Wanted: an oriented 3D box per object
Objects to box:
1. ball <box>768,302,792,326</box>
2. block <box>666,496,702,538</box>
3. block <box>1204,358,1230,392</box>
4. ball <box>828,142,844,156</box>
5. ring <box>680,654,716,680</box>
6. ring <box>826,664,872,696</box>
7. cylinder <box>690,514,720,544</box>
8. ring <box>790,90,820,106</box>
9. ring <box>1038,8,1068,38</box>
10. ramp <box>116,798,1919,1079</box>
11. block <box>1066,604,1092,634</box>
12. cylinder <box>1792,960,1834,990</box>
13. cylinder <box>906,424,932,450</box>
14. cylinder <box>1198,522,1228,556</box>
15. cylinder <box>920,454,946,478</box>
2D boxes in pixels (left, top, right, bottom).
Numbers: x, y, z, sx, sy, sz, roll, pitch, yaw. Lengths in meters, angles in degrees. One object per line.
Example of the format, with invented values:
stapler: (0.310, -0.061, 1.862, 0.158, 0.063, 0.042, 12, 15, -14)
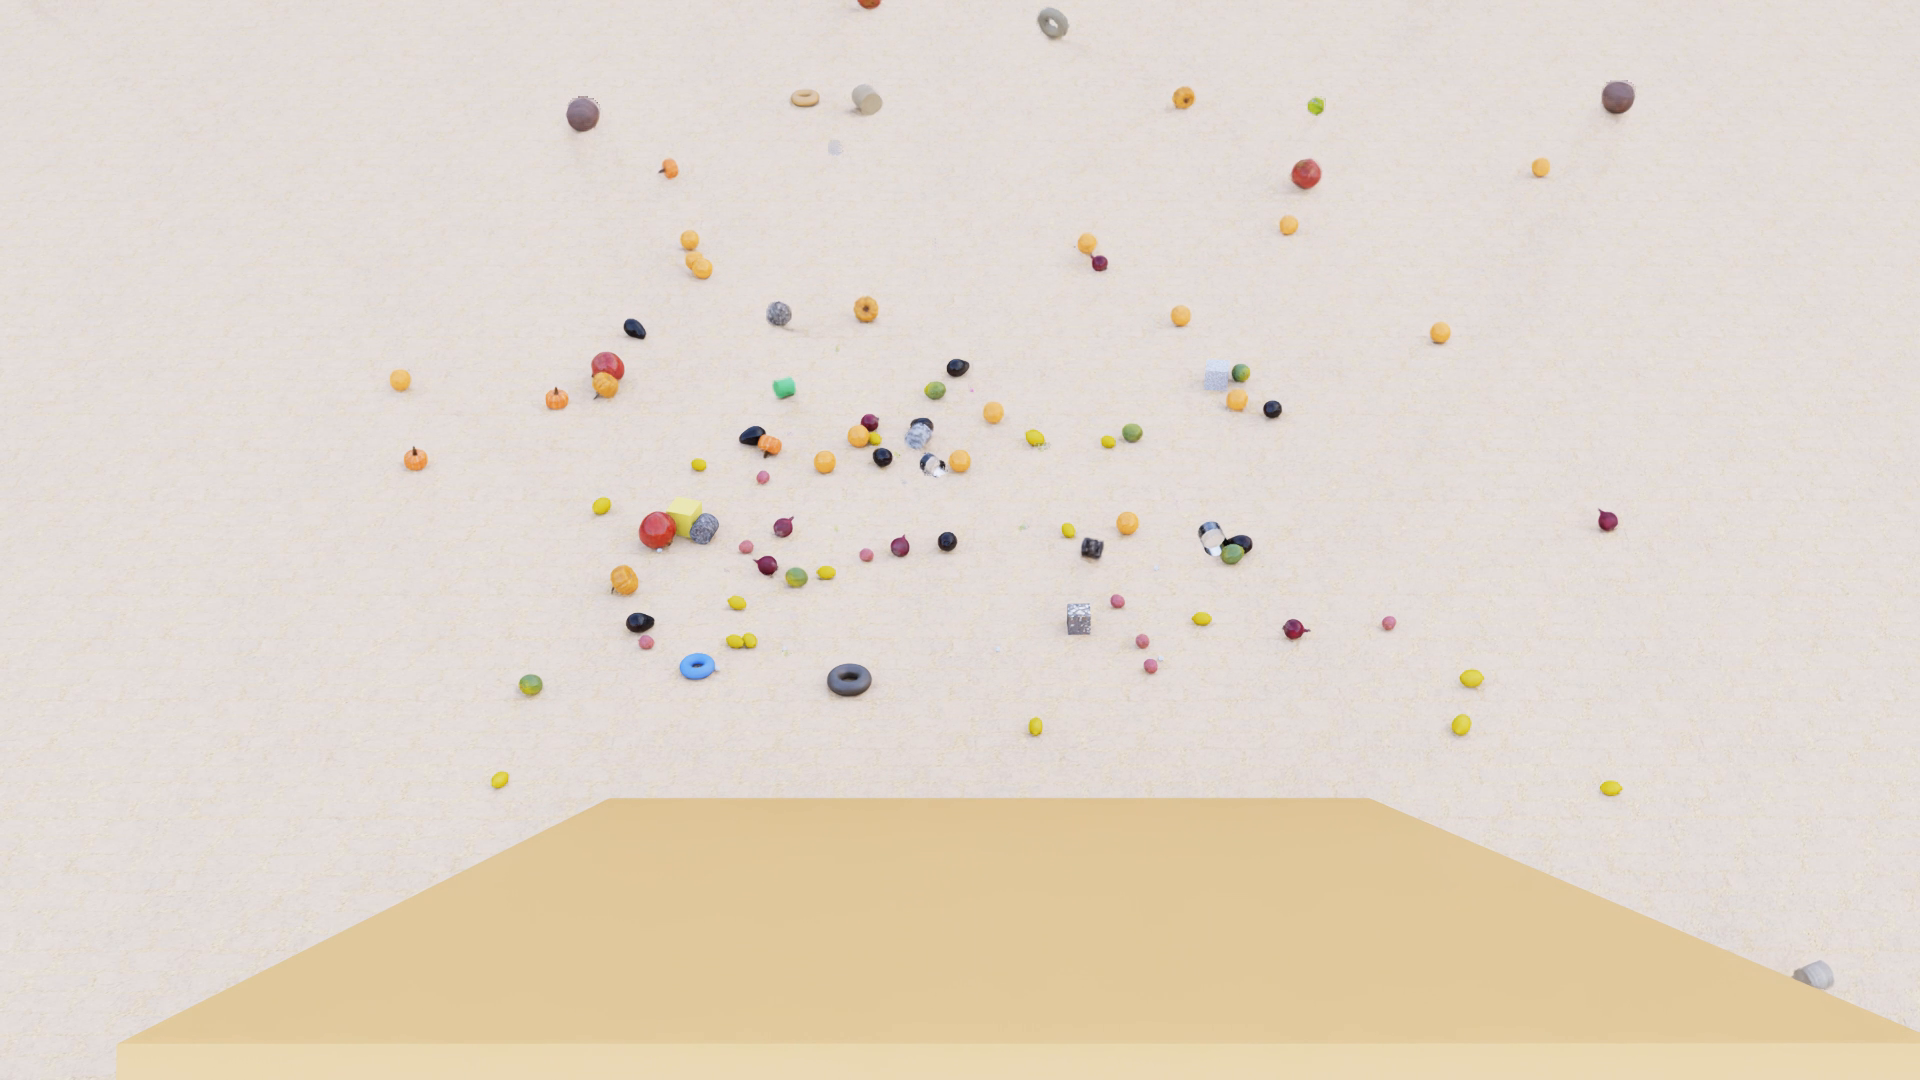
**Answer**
ball: (-0.624, -0.781, 8.983, 0.084, 0.084, 0.084, 0, 35, 0)
block: (-0.845, -0.070, 7.972, 0.083, 0.083, 0.083, 11, 37, 15)
block: (0.857, -0.550, 8.661, 0.076, 0.076, 0.076, 5, 35, 7)
ball: (-0.480, -1.515, 10.054, 0.055, 0.055, 0.055, 0, 35, 0)
ring: (-0.749, 0.360, 7.404, 0.102, 0.034, 0.102, -1, 36, 1)
ring: (-0.313, 0.395, 7.345, 0.129, 0.043, 0.129, 0, 34, 0)
cylinder: (-0.781, -0.034, 7.933, 0.070, 0.070, 0.070, 12, 29, 17)
ring: (-0.622, -1.778, 10.443, 0.117, 0.039, 0.117, 0, 34, 0)
ring: (0.393, -2.173, 10.921, 0.140, 0.140, 0.047, 17, 52, 23)
ramp: (0.077, 0.665, 4.838, 2.000, 0.100, 4.000, 0, -2, 0)
block: (0.346, 0.230, 7.560, 0.065, 0.065, 0.065, -1, 35, -1)
cylinder: (2.089, 1.072, 6.358, 0.069, 0.069, 0.069, -16, 38, -22)
cylinder: (-0.133, -0.333, 8.364, 0.062, 0.062, 0.062, 15, 38, 20)
cylinder: (0.767, -0.004, 7.885, 0.076, 0.076, 0.076, -6, 36, -9)
cylinder: (-0.088, -0.237, 8.229, 0.060, 0.060, 0.060, -28, 40, -34)
